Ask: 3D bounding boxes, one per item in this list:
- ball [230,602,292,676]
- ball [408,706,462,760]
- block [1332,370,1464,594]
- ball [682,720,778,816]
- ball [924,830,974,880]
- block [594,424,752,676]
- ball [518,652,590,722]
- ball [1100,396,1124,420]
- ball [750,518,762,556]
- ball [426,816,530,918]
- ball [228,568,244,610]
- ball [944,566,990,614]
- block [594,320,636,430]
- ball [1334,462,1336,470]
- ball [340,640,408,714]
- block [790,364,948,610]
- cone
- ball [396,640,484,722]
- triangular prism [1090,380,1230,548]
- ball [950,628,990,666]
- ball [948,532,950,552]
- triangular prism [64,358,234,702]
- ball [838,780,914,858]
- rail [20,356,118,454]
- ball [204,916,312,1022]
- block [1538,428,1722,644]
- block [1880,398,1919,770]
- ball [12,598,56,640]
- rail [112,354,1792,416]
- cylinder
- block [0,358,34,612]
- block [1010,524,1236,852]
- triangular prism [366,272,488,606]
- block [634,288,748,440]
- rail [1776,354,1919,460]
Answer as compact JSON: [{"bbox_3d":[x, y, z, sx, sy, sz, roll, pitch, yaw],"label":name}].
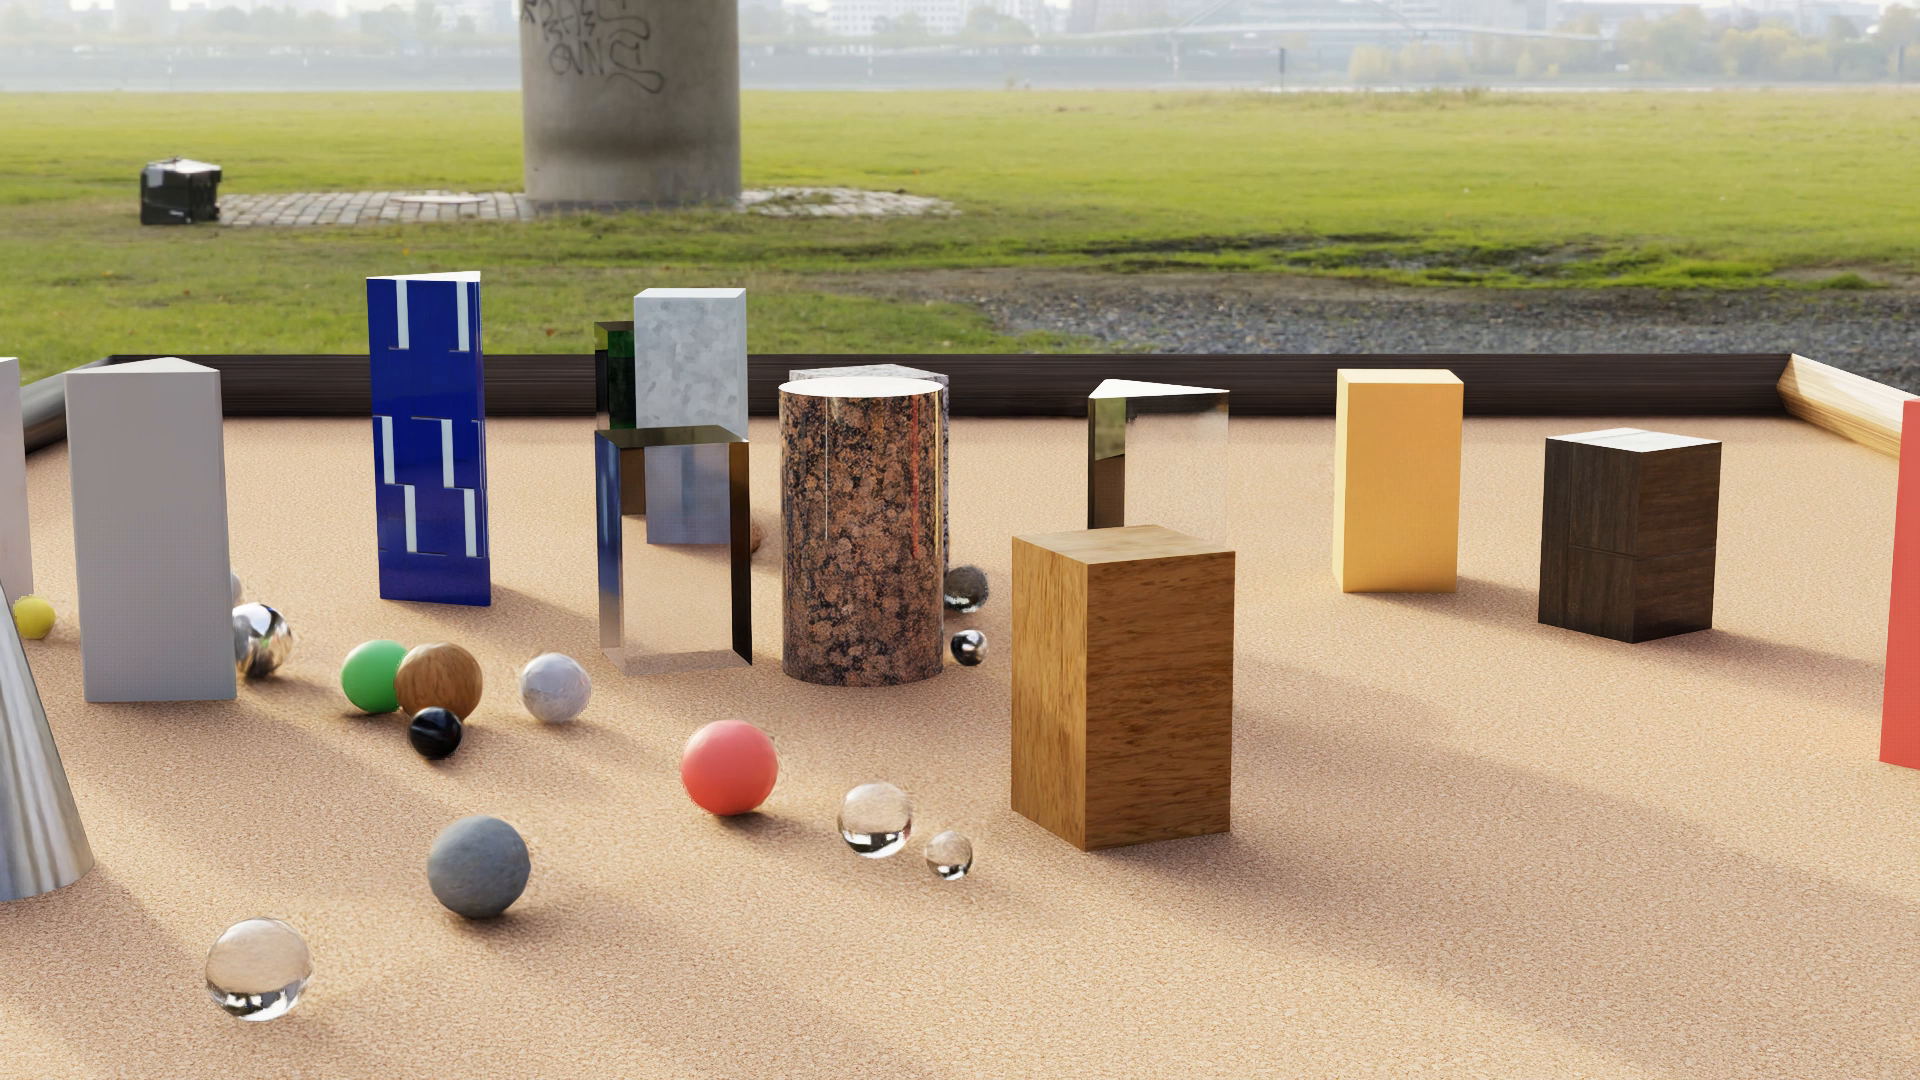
[{"bbox_3d":[-0.851,0.120,3.092,0.088,0.088,0.088,0,10,0],"label":"ball"},{"bbox_3d":[-0.557,0.204,2.725,0.057,0.057,0.057,0,10,0],"label":"ball"},{"bbox_3d":[0.618,-0.085,3.633,0.158,0.295,0.158,1,11,3],"label":"block"},{"bbox_3d":[-0.226,0.223,2.518,0.094,0.094,0.094,0,10,0],"label":"ball"},{"bbox_3d":[-0.010,0.285,2.321,0.044,0.044,0.044,0,10,0],"label":"ball"},{"bbox_3d":[-0.355,0.009,3.169,0.158,0.278,0.158,-4,11,-19],"label":"block"},{"bbox_3d":[-0.455,0.166,2.875,0.078,0.078,0.078,0,10,0],"label":"ball"},{"bbox_3d":[0.315,-0.276,5.338,0.050,0.050,0.050,0,10,0],"label":"ball"},{"bbox_3d":[-0.327,-0.005,3.840,0.062,0.062,0.062,0,10,0],"label":"ball"},{"bbox_3d":[-0.416,0.282,2.218,0.088,0.088,0.088,0,10,0],"label":"ball"},{"bbox_3d":[-0.988,0.070,3.393,0.077,0.077,0.077,0,10,0],"label":"ball"},{"bbox_3d":[0.007,0.067,3.447,0.064,0.064,0.064,0,10,0],"label":"ball"},{"bbox_3d":[-0.523,-0.214,4.321,0.158,0.297,0.158,-3,11,-16],"label":"block"},{"bbox_3d":[0.685,-0.125,4.499,0.058,0.058,0.058,0,10,0],"label":"ball"},{"bbox_3d":[-0.661,0.155,2.917,0.084,0.084,0.084,0,10,0],"label":"ball"},{"bbox_3d":[-0.123,-0.068,3.475,0.158,0.318,0.158,-6,12,-30],"label":"block"},{"bbox_3d":[-0.895,0.101,2.307,0.197,0.413,0.197,0,10,0],"label":"cone"},{"bbox_3d":[-0.579,0.160,2.853,0.097,0.097,0.097,0,10,0],"label":"ball"},{"bbox_3d":[0.201,0.002,2.981,0.171,0.362,0.148,-4,11,-20],"label":"triangular prism"},{"bbox_3d":[0.012,0.132,3.142,0.047,0.047,0.047,0,10,0],"label":"ball"},{"bbox_3d":[-0.063,0.003,3.699,0.098,0.098,0.098,0,10,0],"label":"ball"},{"bbox_3d":[-0.935,-0.016,3.018,0.171,0.383,0.148,-1,11,-4],"label":"triangular prism"},{"bbox_3d":[-0.079,0.260,2.385,0.071,0.071,0.071,0,10,0],"label":"ball"},{"bbox_3d":[-1.736,0.035,3.439,0.045,0.128,3.940,0,10,0],"label":"rail"},{"bbox_3d":[-0.541,0.331,1.978,0.080,0.080,0.080,0,10,0],"label":"ball"},{"bbox_3d":[0.874,-0.009,3.353,0.158,0.247,0.158,-7,13,-35],"label":"block"},{"bbox_3d":[1.085,0.046,2.677,0.158,0.385,0.158,-9,14,-41],"label":"block"},{"bbox_3d":[-1.189,0.100,3.292,0.055,0.055,0.055,0,10,0],"label":"ball"},{"bbox_3d":[-0.011,-0.322,5.363,3.520,0.128,0.045,0,10,0],"label":"rail"},{"bbox_3d":[-0.118,-0.014,3.107,0.197,0.346,0.197,0,10,0],"label":"cylinder"},{"bbox_3d":[-1.350,-0.065,3.405,0.158,0.339,0.158,1,11,6],"label":"block"},{"bbox_3d":[0.155,0.138,2.482,0.158,0.275,0.158,-5,12,-24],"label":"block"},{"bbox_3d":[-0.699,-0.145,3.552,0.171,0.442,0.148,4,11,19],"label":"triangular prism"},{"bbox_3d":[-0.421,-0.203,4.049,0.158,0.375,0.158,0,10,1],"label":"block"},{"bbox_3d":[1.736,0.031,3.459,0.045,0.128,3.940,0,10,0],"label":"rail"}]
